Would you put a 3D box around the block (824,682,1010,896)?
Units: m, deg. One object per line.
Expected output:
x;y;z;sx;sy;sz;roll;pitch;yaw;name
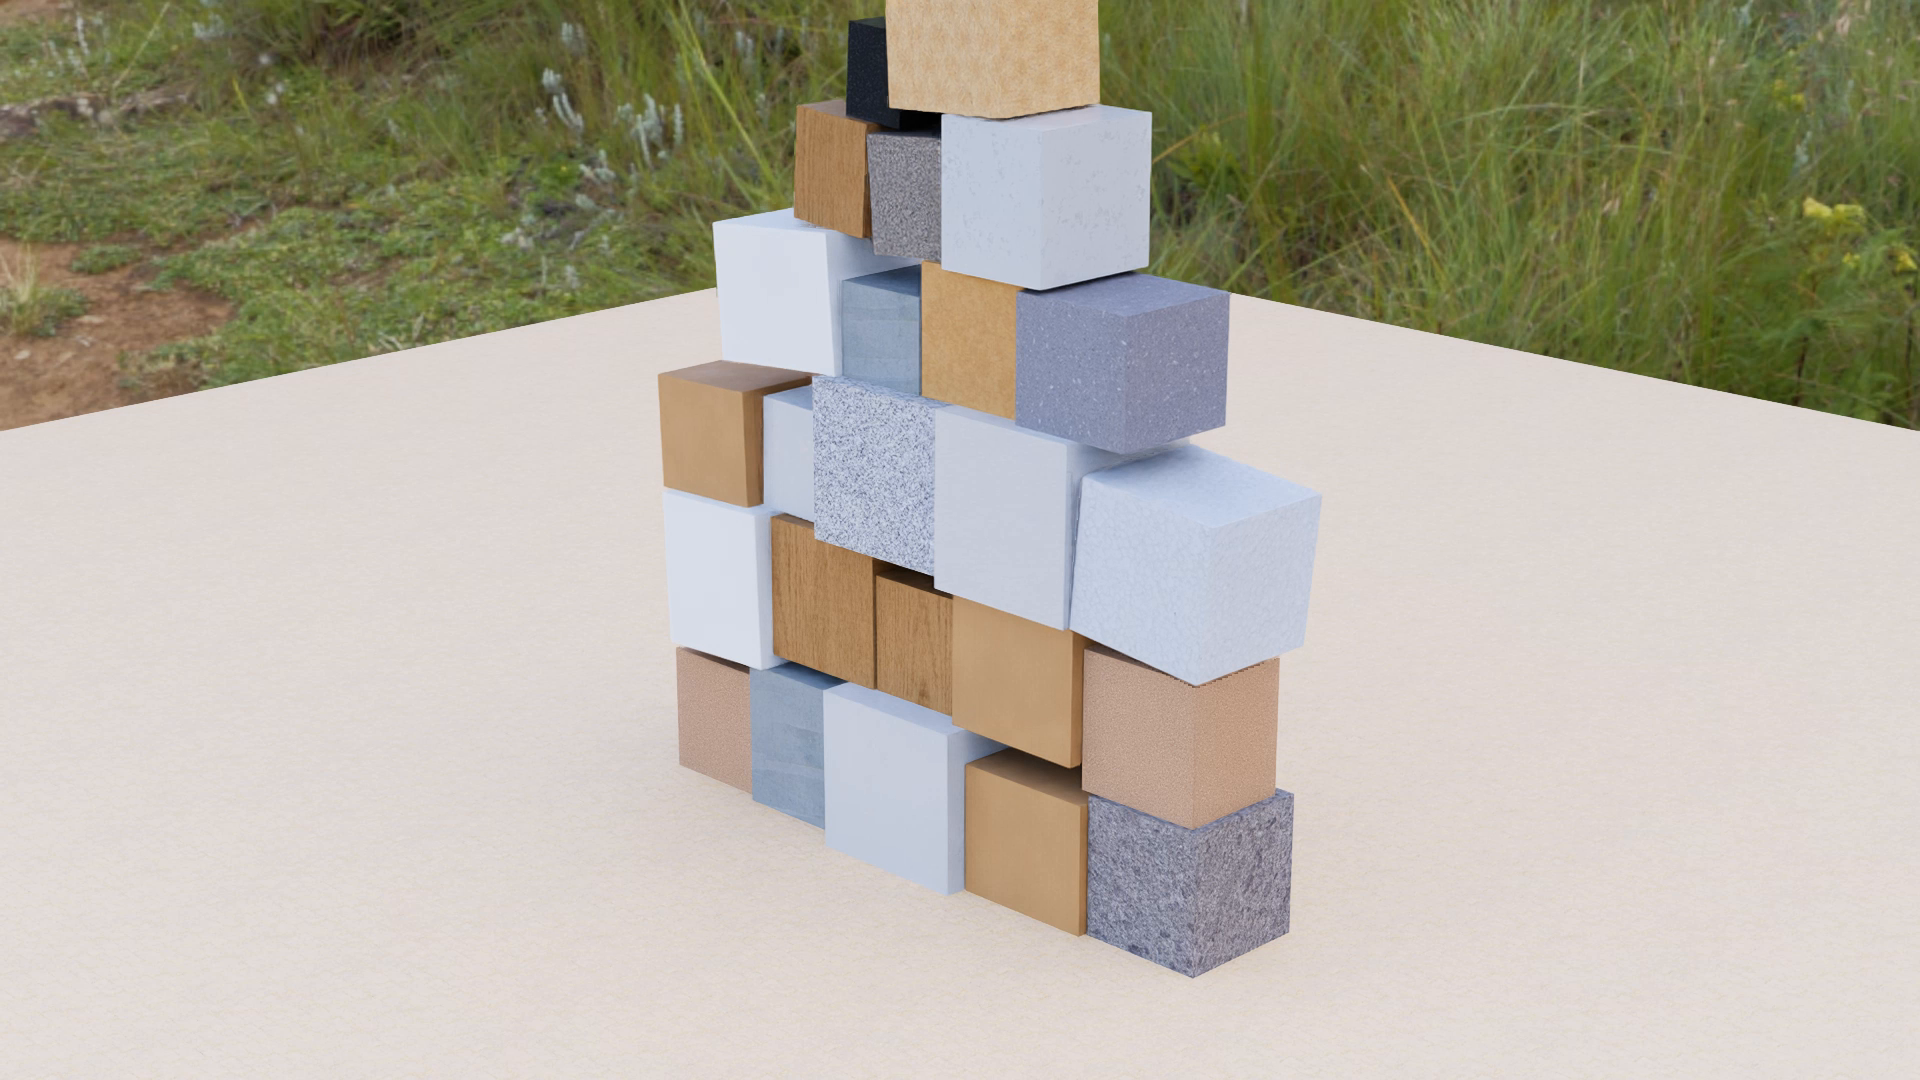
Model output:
-0.011;1.052;13.705;0.941;0.776;0.813;-17;24;-42;block

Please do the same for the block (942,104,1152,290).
0.368;-1.486;12.501;0.582;0.664;0.679;17;24;42;block

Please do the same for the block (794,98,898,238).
-0.424;-1.692;13.237;0.451;0.516;0.456;-17;28;-42;block

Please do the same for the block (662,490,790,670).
-0.929;0.114;14.377;0.757;0.764;0.676;-17;22;-42;block

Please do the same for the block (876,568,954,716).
0.017;0.425;13.476;0.577;0.557;0.551;-17;24;-42;block

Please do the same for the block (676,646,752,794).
-0.985;0.832;14.657;0.604;0.624;0.600;-17;24;-42;block

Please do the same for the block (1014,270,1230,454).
0.684;-0.764;12.379;0.623;0.581;0.645;17;24;42;block

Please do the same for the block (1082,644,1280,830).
0.945;0.782;12.589;0.548;0.647;0.629;-17;24;-42;block

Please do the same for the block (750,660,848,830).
-0.548;0.931;14.204;0.662;0.707;0.651;-17;24;-42;block

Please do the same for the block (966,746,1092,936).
0.519;1.294;13.201;0.701;0.615;0.700;-17;24;-42;block

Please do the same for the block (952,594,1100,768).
0.456;0.531;13.009;0.720;0.639;0.661;17;24;42;block

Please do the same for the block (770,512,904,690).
-0.430;0.228;13.885;0.609;0.687;0.696;-17;24;-42;block

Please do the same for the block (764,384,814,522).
-0.588;-0.408;13.838;0.449;0.537;0.518;-17;26;-42;block

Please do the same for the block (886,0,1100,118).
0.137;-2.200;12.528;0.604;0.682;0.679;-17;21;-42;block

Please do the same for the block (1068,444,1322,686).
0.986;0.091;12.324;0.699;0.693;0.716;-17;30;-42;block

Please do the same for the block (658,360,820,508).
-1.032;-0.538;14.251;0.579;0.564;0.624;-17;22;-42;block

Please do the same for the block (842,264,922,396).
-0.166;-0.956;13.210;0.492;0.443;0.536;17;24;42;block

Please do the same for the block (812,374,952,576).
-0.113;-0.371;13.366;0.787;0.767;0.781;17;24;42;block

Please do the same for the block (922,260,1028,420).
0.233;-0.913;12.791;0.610;0.606;0.521;17;24;42;block

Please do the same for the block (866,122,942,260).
-0.039;-1.541;12.917;0.499;0.530;0.513;-17;19;-42;block

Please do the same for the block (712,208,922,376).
-0.630;-1.176;13.646;0.644;0.648;0.775;-17;19;-42;block

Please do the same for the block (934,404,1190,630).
0.443;-0.174;12.823;0.778;0.817;0.788;17;24;42;block

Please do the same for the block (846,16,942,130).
-0.240;-2.075;12.947;0.386;0.421;0.342;-17;28;-42;block

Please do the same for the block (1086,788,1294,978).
1.000;1.413;12.755;0.647;0.656;0.612;-17;24;-42;block
